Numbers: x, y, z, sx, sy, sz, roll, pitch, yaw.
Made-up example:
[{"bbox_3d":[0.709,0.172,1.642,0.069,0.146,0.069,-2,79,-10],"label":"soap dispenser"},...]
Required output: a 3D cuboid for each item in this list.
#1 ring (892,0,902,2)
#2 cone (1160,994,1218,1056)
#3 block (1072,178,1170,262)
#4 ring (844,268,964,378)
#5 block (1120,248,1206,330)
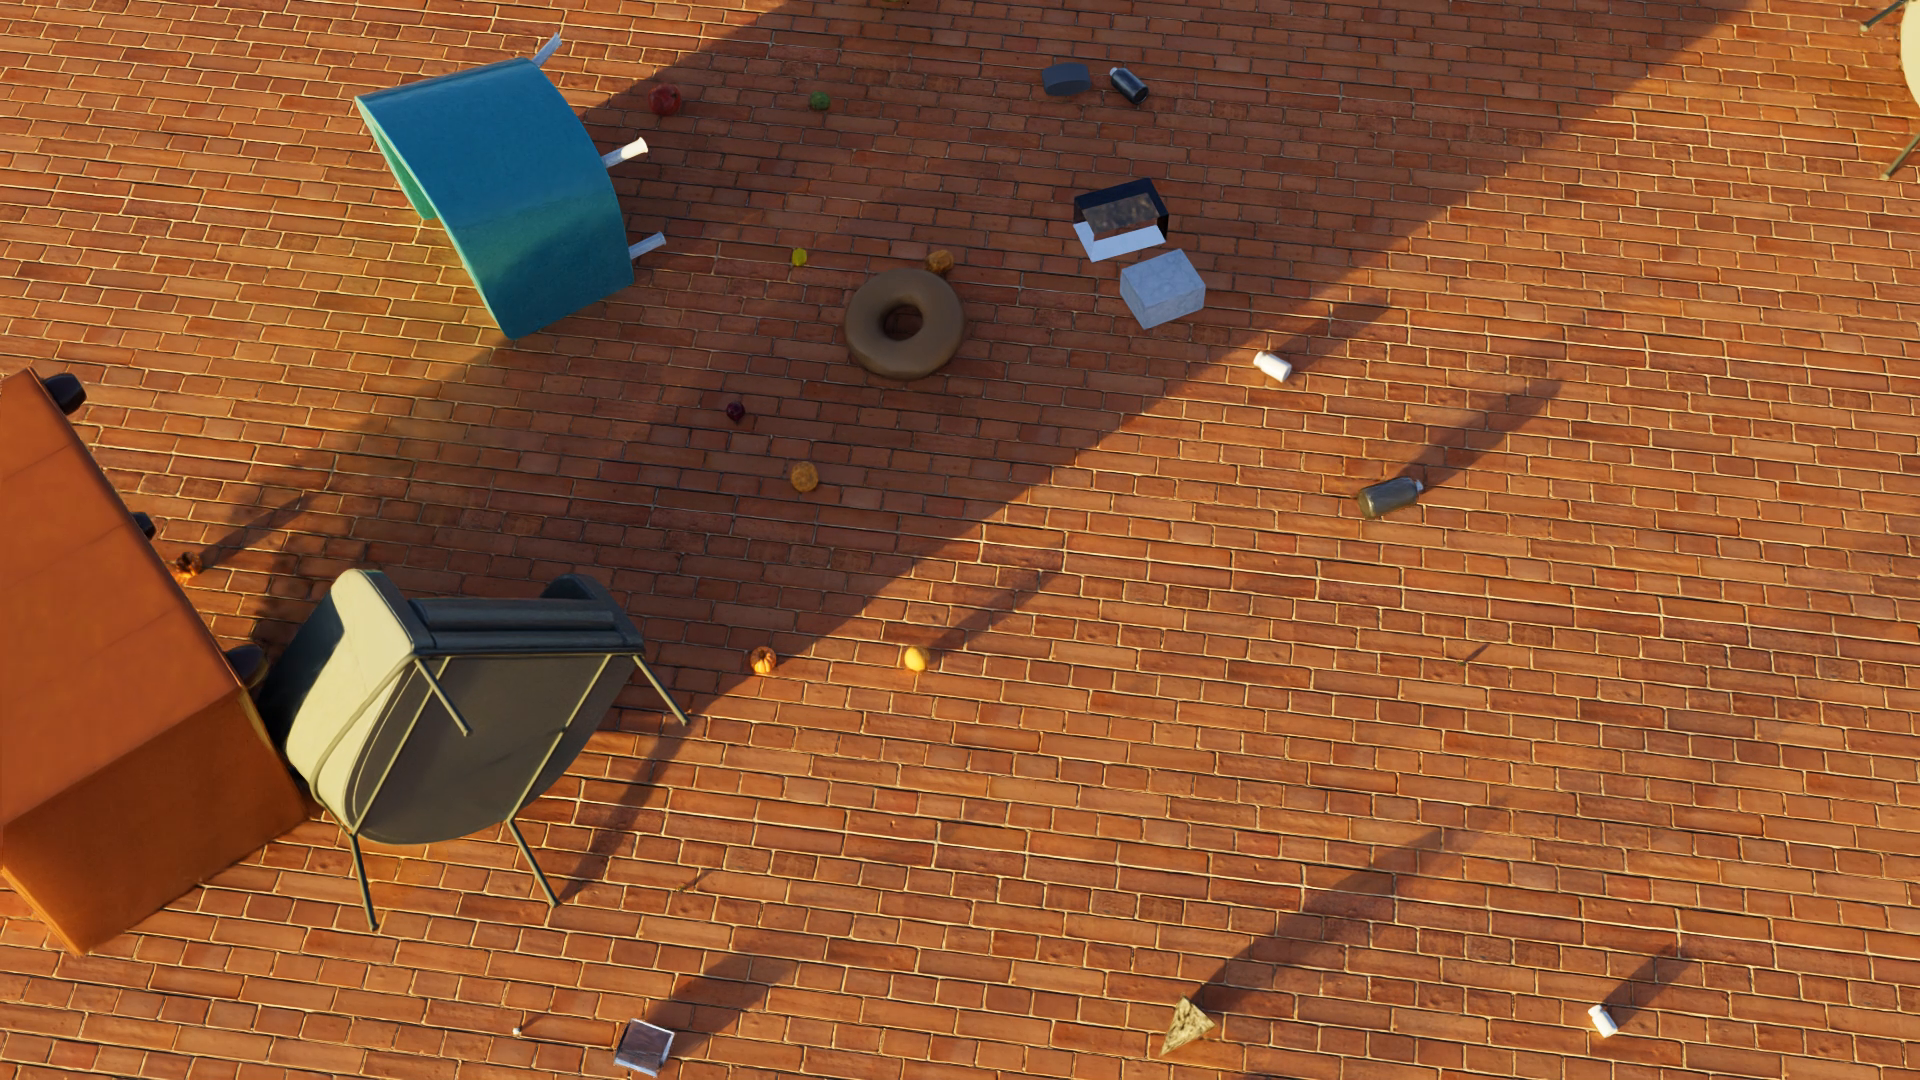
[{"bbox_3d":[-0.173,-2.045,7.757,0.235,0.405,0.105,50,40,-11],"label":"ring"},{"bbox_3d":[0.568,1.275,5.682,0.163,0.088,0.167,-48,24,-3],"label":"cone"},{"bbox_3d":[0.525,-1.048,7.196,0.262,0.136,0.174,-16,58,-11],"label":"block"},{"bbox_3d":[-0.176,-0.682,6.903,0.441,0.105,0.373,31,83,33],"label":"ring"},{"bbox_3d":[0.648,-0.804,7.046,0.213,0.112,0.173,-21,59,-13],"label":"block"}]
